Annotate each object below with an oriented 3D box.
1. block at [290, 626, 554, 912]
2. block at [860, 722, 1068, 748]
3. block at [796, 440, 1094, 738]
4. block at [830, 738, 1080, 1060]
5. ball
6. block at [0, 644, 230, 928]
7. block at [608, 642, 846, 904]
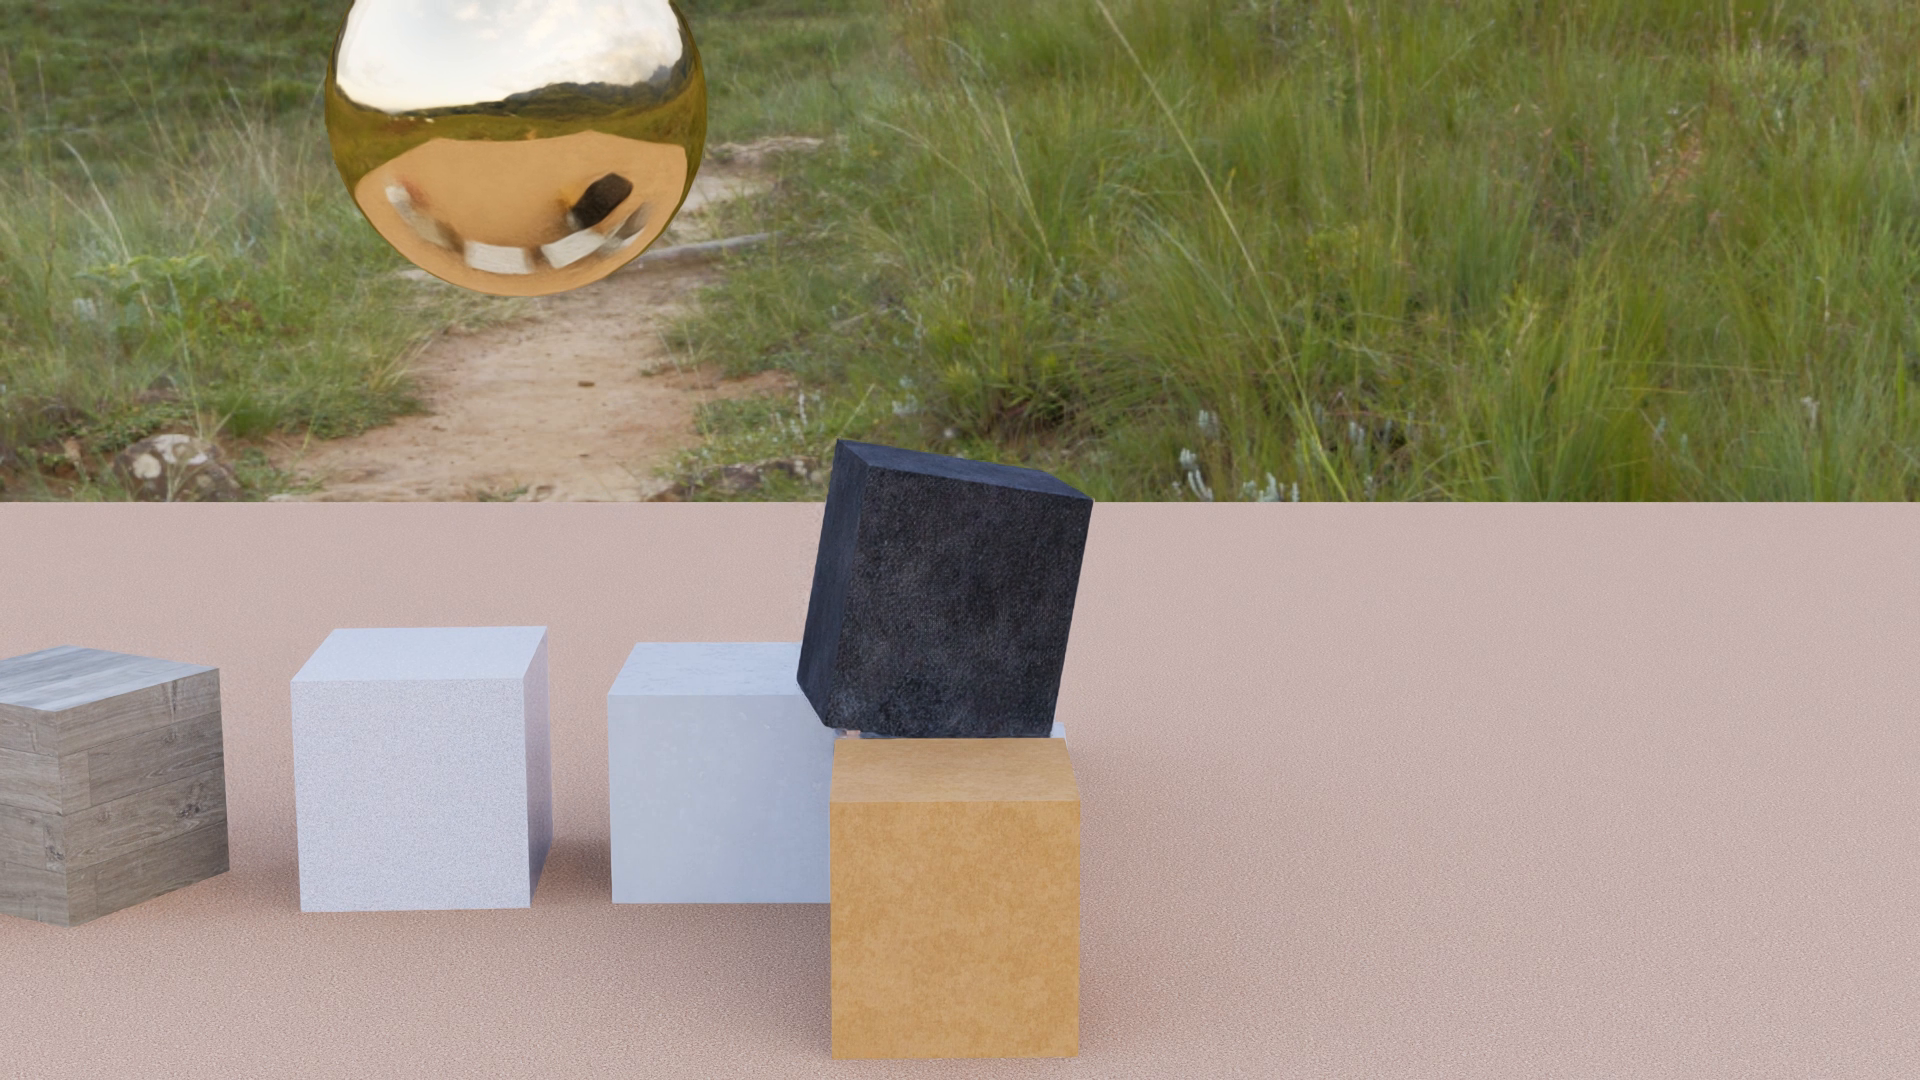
[{"bbox_3d":[-2.344,0.987,11.326,0.963,1.005,1.034,-1,10,-3],"label":"block"},{"bbox_3d":[0.011,1.238,10.501,0.854,0.804,0.841,0,10,0],"label":"block"},{"bbox_3d":[-0.085,0.219,10.517,0.908,1.044,0.874,8,7,-12],"label":"block"},{"bbox_3d":[-0.028,1.321,9.614,0.890,0.960,0.879,0,10,-1],"label":"block"},{"bbox_3d":[-1.866,-1.830,10.848,1.600,1.600,1.600,0,10,0],"label":"ball"},{"bbox_3d":[-3.901,1.048,11.210,0.961,0.928,0.910,6,12,29],"label":"block"},{"bbox_3d":[-1.009,1.015,11.417,0.964,0.918,1.012,0,10,0],"label":"block"}]
